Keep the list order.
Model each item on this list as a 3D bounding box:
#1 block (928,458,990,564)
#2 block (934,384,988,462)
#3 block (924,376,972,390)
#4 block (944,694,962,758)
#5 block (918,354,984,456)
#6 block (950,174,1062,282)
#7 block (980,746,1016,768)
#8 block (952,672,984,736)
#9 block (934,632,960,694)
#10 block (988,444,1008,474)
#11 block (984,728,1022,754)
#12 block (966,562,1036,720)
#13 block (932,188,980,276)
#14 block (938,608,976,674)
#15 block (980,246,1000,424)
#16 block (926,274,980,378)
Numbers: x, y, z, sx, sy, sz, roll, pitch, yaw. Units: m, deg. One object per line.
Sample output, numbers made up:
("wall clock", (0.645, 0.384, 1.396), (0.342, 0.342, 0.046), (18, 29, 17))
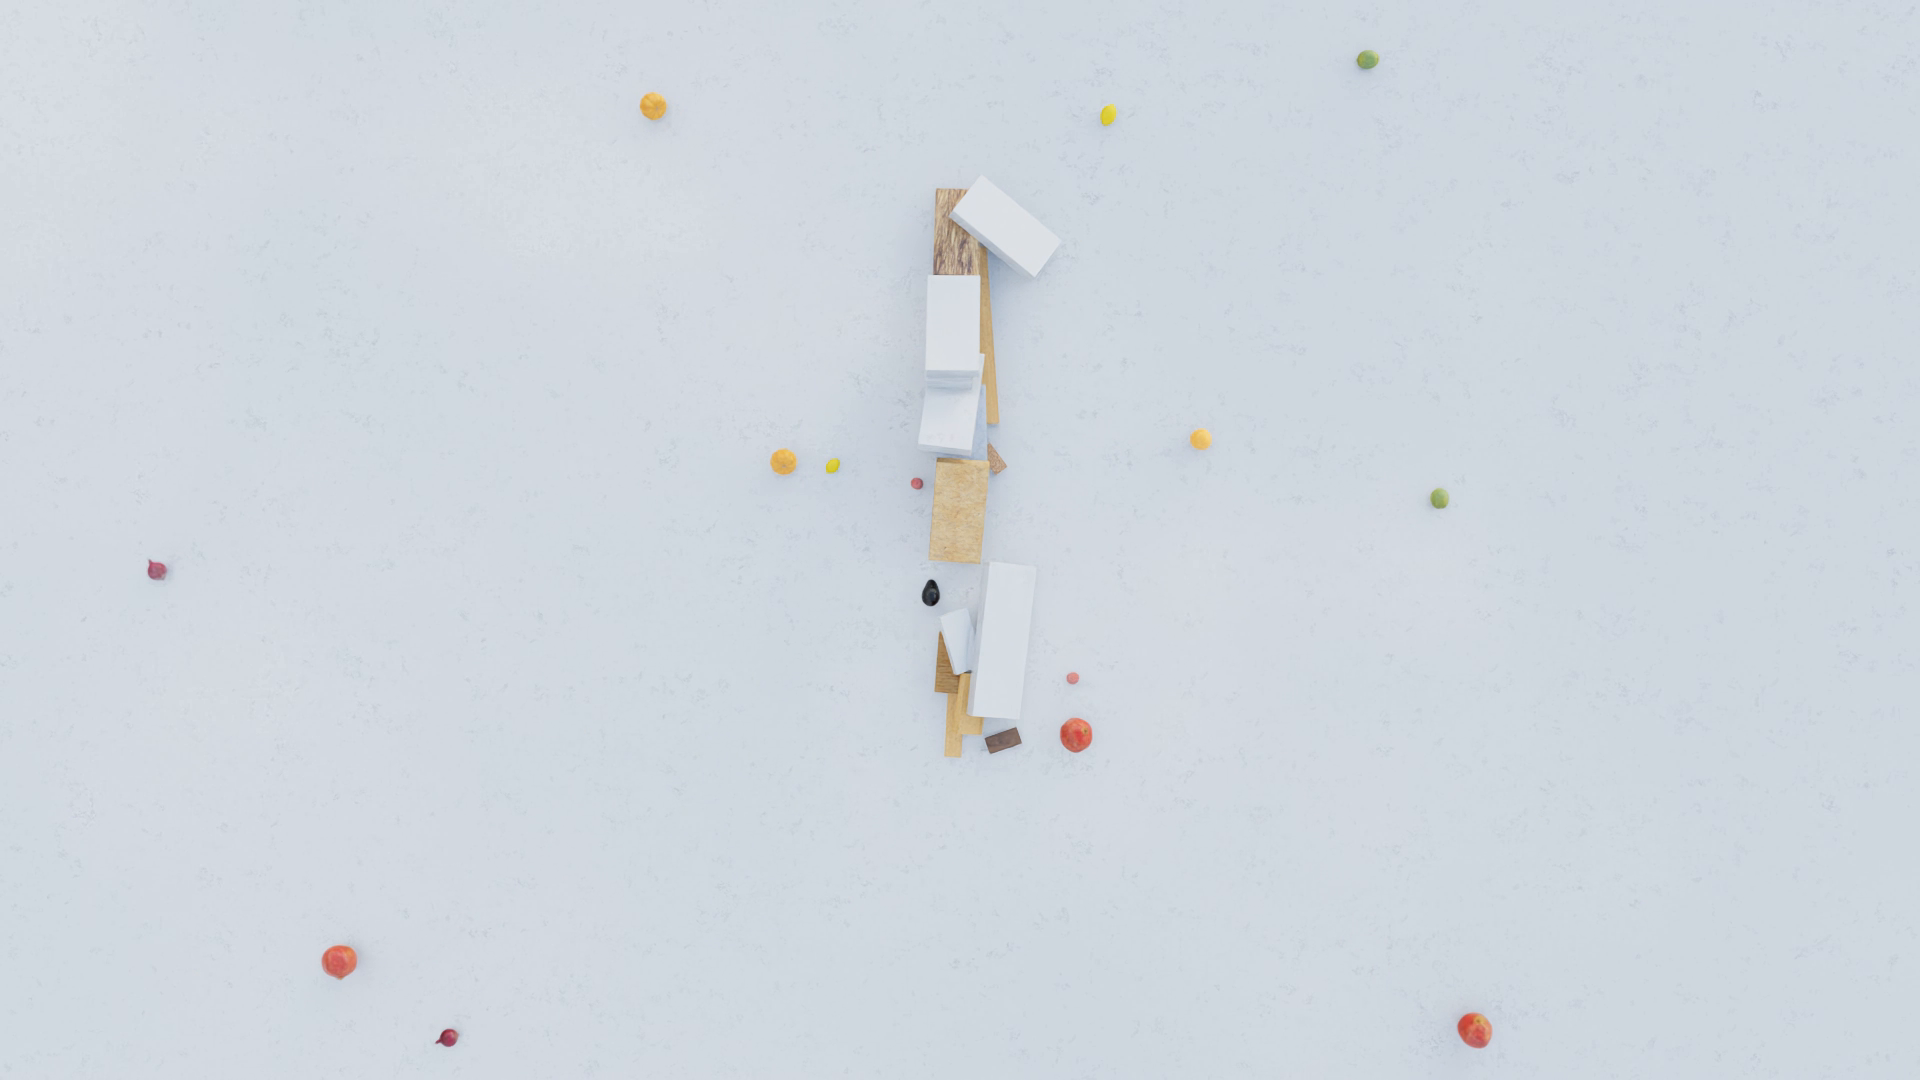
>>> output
("block", (-0.004, -0.095, 5.410), (0.172, 0.049, 0.344), (4, 112, -2))
("block", (0.002, -0.335, 5.433), (0.172, 0.049, 0.344), (-1, 90, 0))
("block", (-0.024, -0.644, 5.383), (0.152, 0.043, 0.304), (5, 70, 2))
("block", (-0.015, 0.551, 5.492), (0.057, 0.016, 0.342), (3, 90, 0))
("block", (-0.027, -0.450, 5.362), (0.172, 0.049, 0.344), (7, 70, 3))
("block", (0.150, -1.025, 5.427), (0.343, 0.049, 0.171), (38, 69, -7))
("block", (0.127, 0.723, 5.492), (0.113, 0.016, 0.057), (-6, 90, 0))
("block", (0.037, 0.542, 5.457), (0.100, 0.028, 0.200), (8, 89, -37))
("block", (-0.027, 0.407, 5.470), (0.100, 0.028, 0.200), (5, 90, 0))
("block", (0.110, -0.269, 5.493), (0.049, 0.014, 0.098), (-37, 90, 0))
("block", (0.144, 0.668, 5.482), (0.113, 0.016, 0.057), (-19, 76, -3))
("block", (0.138, 0.331, 5.443), (0.171, 0.049, 0.507), (6, 90, -24))
("block", (-0.008, -1.009, 5.444), (0.152, 0.043, 0.304), (2, 77, 0))
("block", (0.002, 0.332, 5.429), (0.100, 0.028, 0.200), (-19, 99, -20))
("block", (0.033, -0.674, 5.478), (0.152, 0.043, 0.585), (-4, 90, 0))
("block", (-0.022, -0.696, 5.354), (0.171, 0.049, 0.343), (1, 70, 1))
